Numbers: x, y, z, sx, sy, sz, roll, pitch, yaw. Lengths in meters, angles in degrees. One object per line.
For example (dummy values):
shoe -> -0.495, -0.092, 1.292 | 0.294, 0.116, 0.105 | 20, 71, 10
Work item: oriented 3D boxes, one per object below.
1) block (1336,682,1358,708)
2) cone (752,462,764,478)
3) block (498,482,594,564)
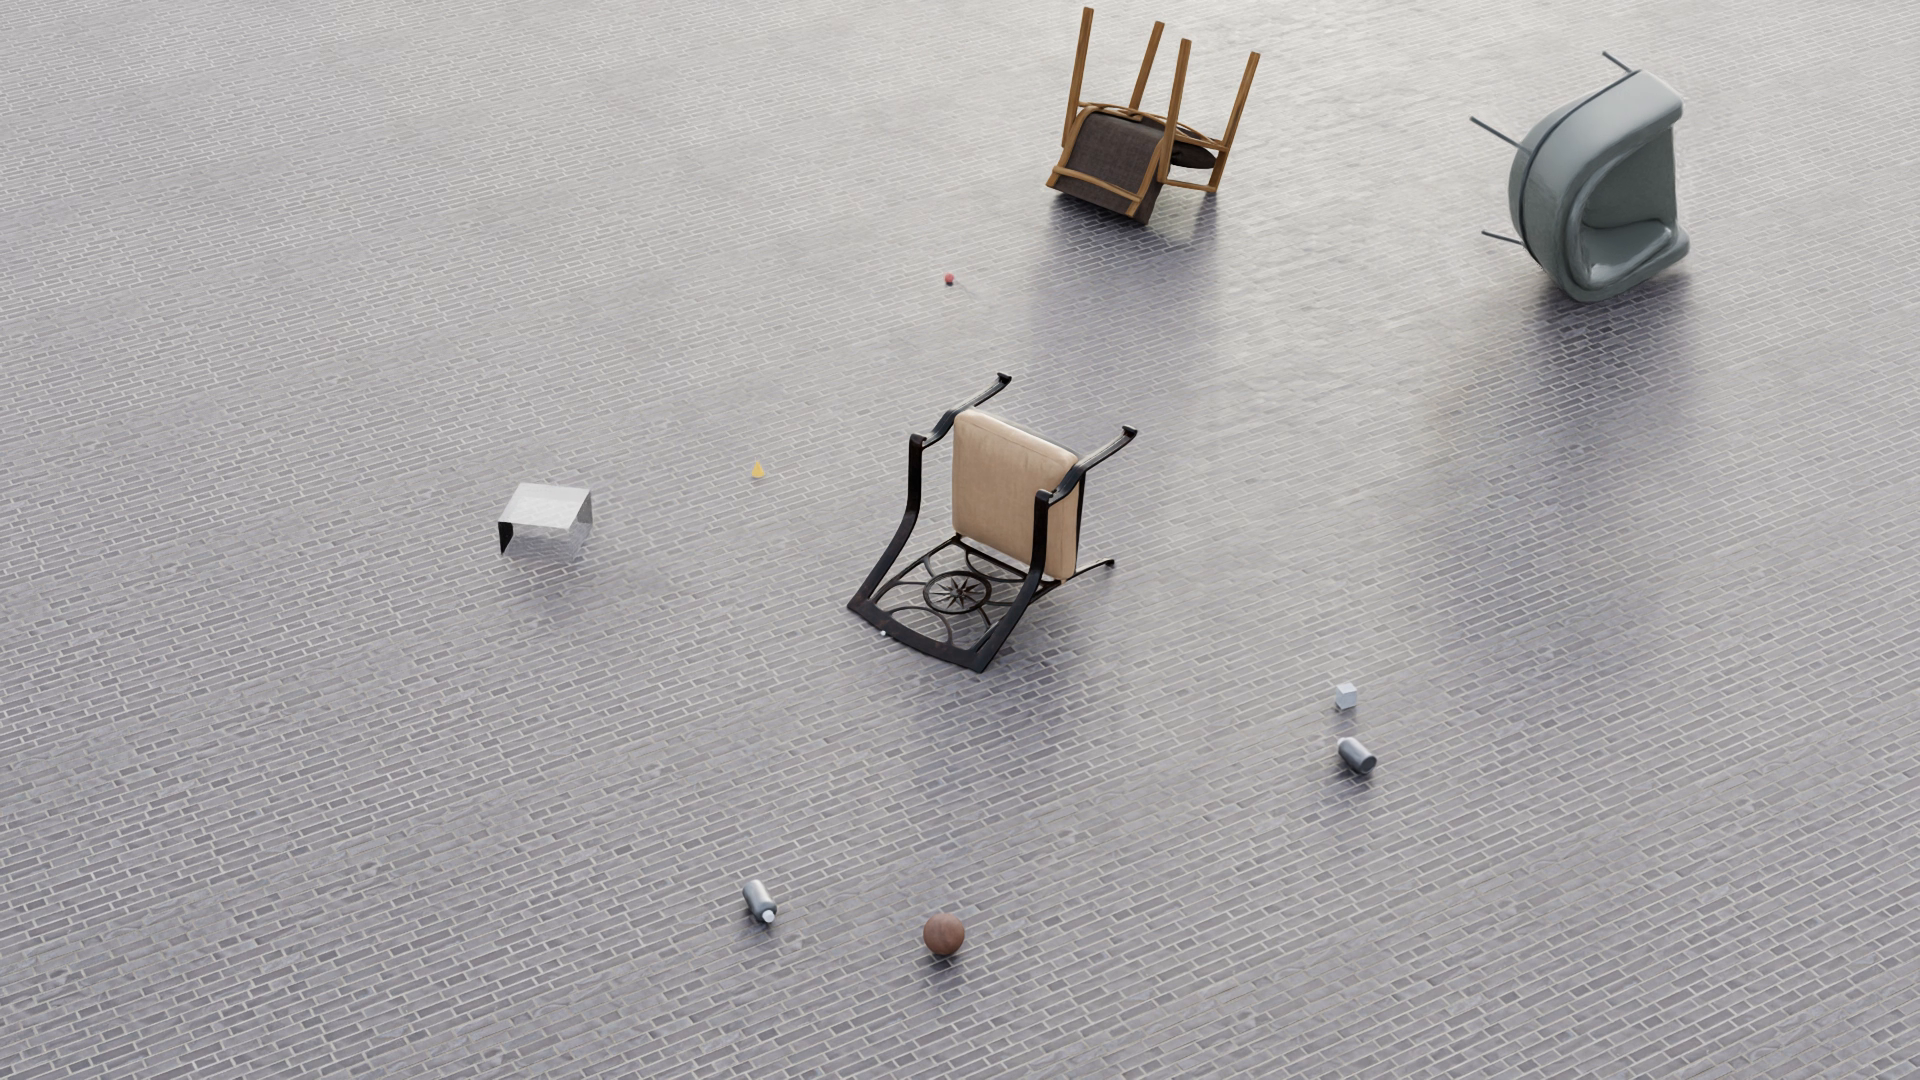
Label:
block -> 1.327, 0.535, 10.072 | 0.054, 0.066, 0.047 | -12, 35, -18
cone -> -0.781, -0.282, 11.316 | 0.051, 0.062, 0.057 | -9, 34, -14
block -> -1.539, -0.065, 10.902 | 0.271, 0.154, 0.272 | 6, 34, 9
